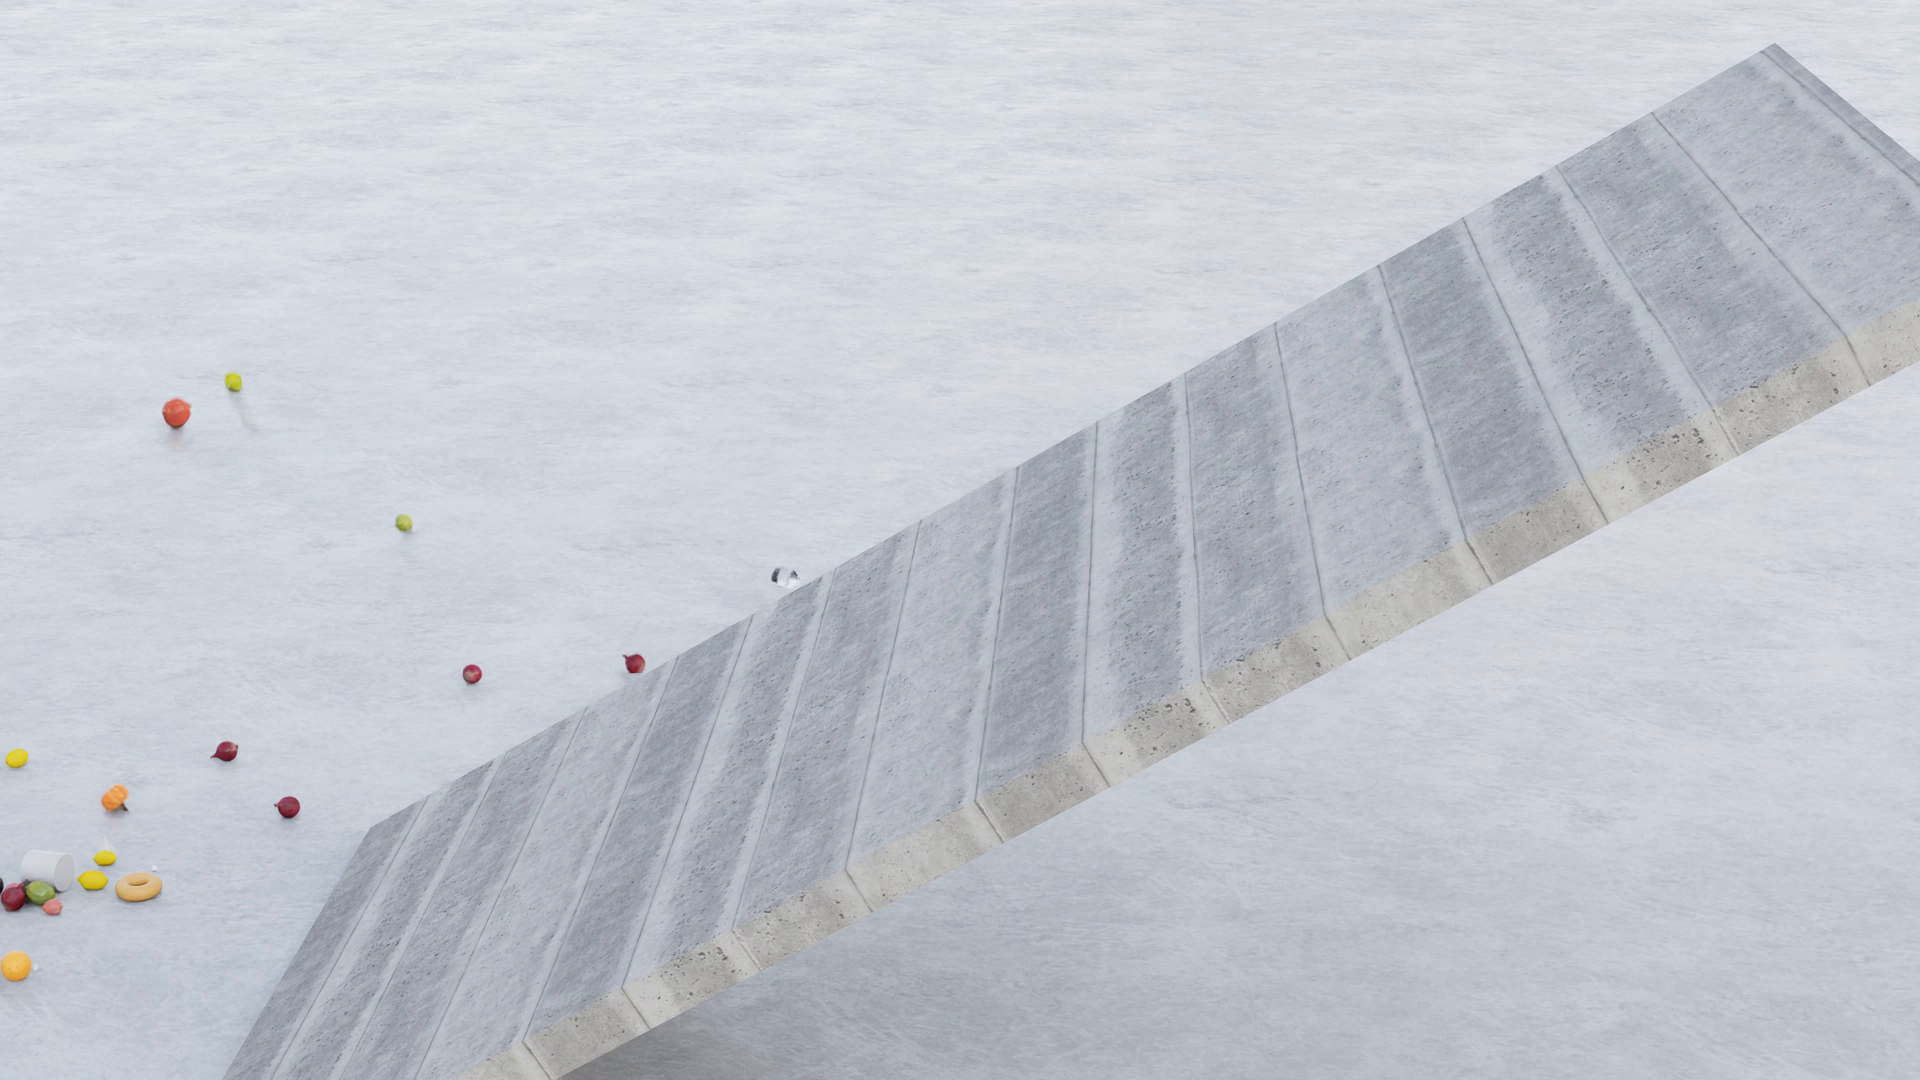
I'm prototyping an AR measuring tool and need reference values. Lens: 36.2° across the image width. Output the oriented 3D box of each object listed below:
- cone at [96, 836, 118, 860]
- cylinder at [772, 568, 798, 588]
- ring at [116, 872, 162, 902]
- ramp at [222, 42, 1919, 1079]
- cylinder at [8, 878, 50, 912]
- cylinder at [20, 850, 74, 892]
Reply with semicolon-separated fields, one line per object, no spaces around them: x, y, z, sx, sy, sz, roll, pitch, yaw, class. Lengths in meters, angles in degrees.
-2.230;0.798;7.680;0.057;0.057;0.057;0;19;0;cone
-0.573;0.124;9.620;0.060;0.060;0.060;14;23;34;cylinder
-2.086;0.881;7.471;0.117;0.039;0.117;0;20;0;ring
0.142;0.168;6.287;4.000;0.100;2.000;-29;15;12;ramp
-2.350;0.912;7.428;0.096;0.096;0.096;-3;15;1;cylinder
-2.325;0.842;7.495;0.097;0.097;0.097;5;20;14;cylinder
